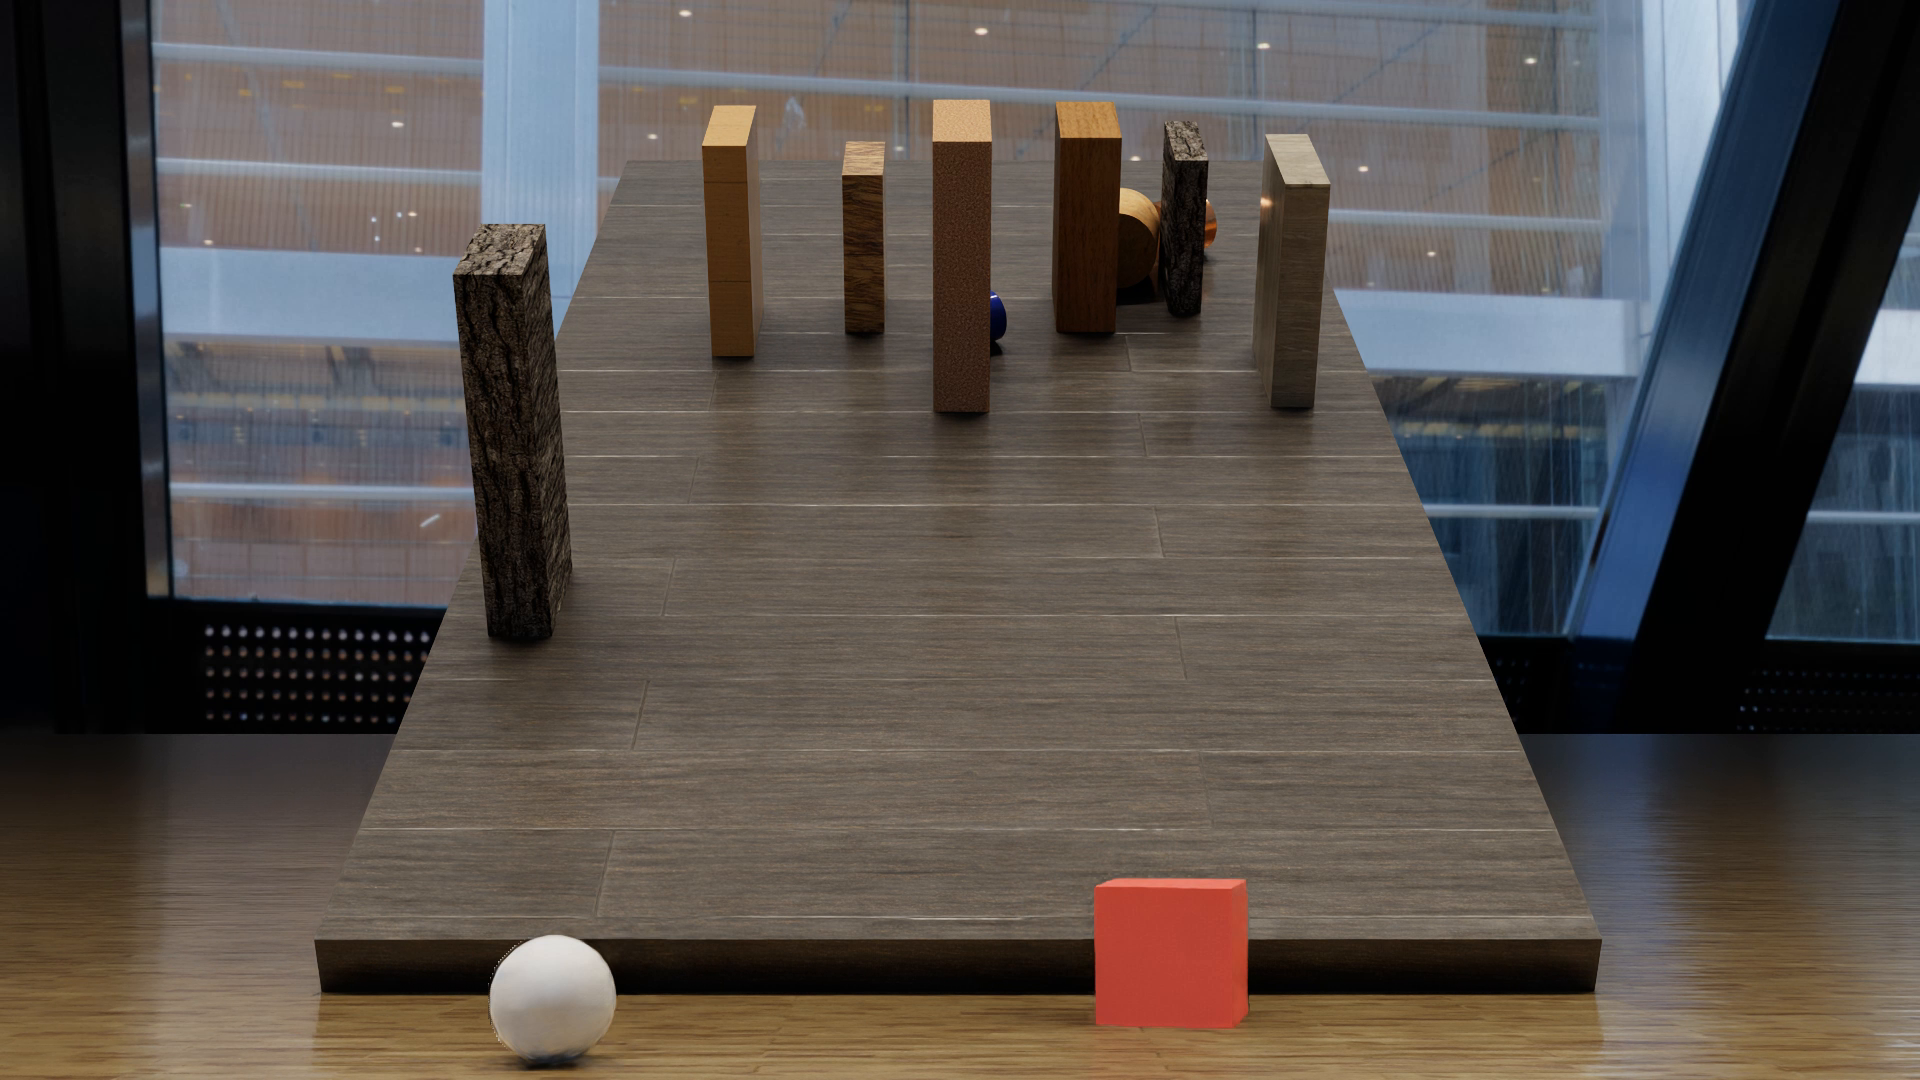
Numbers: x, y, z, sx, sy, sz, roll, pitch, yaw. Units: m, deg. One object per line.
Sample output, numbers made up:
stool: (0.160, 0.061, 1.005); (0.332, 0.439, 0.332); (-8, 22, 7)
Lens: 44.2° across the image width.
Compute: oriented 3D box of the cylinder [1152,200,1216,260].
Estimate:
cylinder: (0.590, -0.856, 6.457); (0.157, 0.157, 0.157); (-19, 7, -33)

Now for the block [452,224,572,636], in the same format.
block: (-0.844, -0.206, 4.498); (0.123, 0.735, 0.277); (0, 27, 0)

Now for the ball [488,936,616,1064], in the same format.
ball: (-0.505, 0.569, 2.932); (0.156, 0.156, 0.156); (0, -5, 0)

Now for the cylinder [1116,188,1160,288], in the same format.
cylinder: (0.423, -0.804, 6.294); (0.209, 0.209, 0.209); (-1, 26, 8)

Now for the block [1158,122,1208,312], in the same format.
block: (0.579, -0.843, 6.152); (0.083, 0.406, 0.338); (0, 27, 0)

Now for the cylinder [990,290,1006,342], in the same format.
cylinder: (0.026, -0.545, 5.861); (0.129, 0.129, 0.129); (-18, 6, -32)

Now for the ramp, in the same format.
ramp: (-0.010, -0.228, 5.481); (2.000, 0.100, 4.000); (0, 27, 0)

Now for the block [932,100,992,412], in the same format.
block: (0.003, -0.664, 5.516); (0.131, 0.650, 0.331); (0, 27, 0)

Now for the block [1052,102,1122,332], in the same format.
block: (0.318, -0.822, 5.996); (0.148, 0.505, 0.313); (0, 27, 0)

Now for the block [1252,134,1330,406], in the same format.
block: (0.779, -0.640, 5.593); (0.101, 0.543, 0.381); (0, 27, 0)

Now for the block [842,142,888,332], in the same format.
block: (-0.240, -0.771, 5.997); (0.099, 0.411, 0.276); (0, 27, 0)

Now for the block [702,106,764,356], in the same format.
block: (-0.559, -0.767, 5.849); (0.104, 0.534, 0.335); (0, 27, 0)

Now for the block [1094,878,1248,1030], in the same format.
block: (0.304, 0.586, 3.372); (0.192, 0.192, 0.192); (-1, -5, 13)
